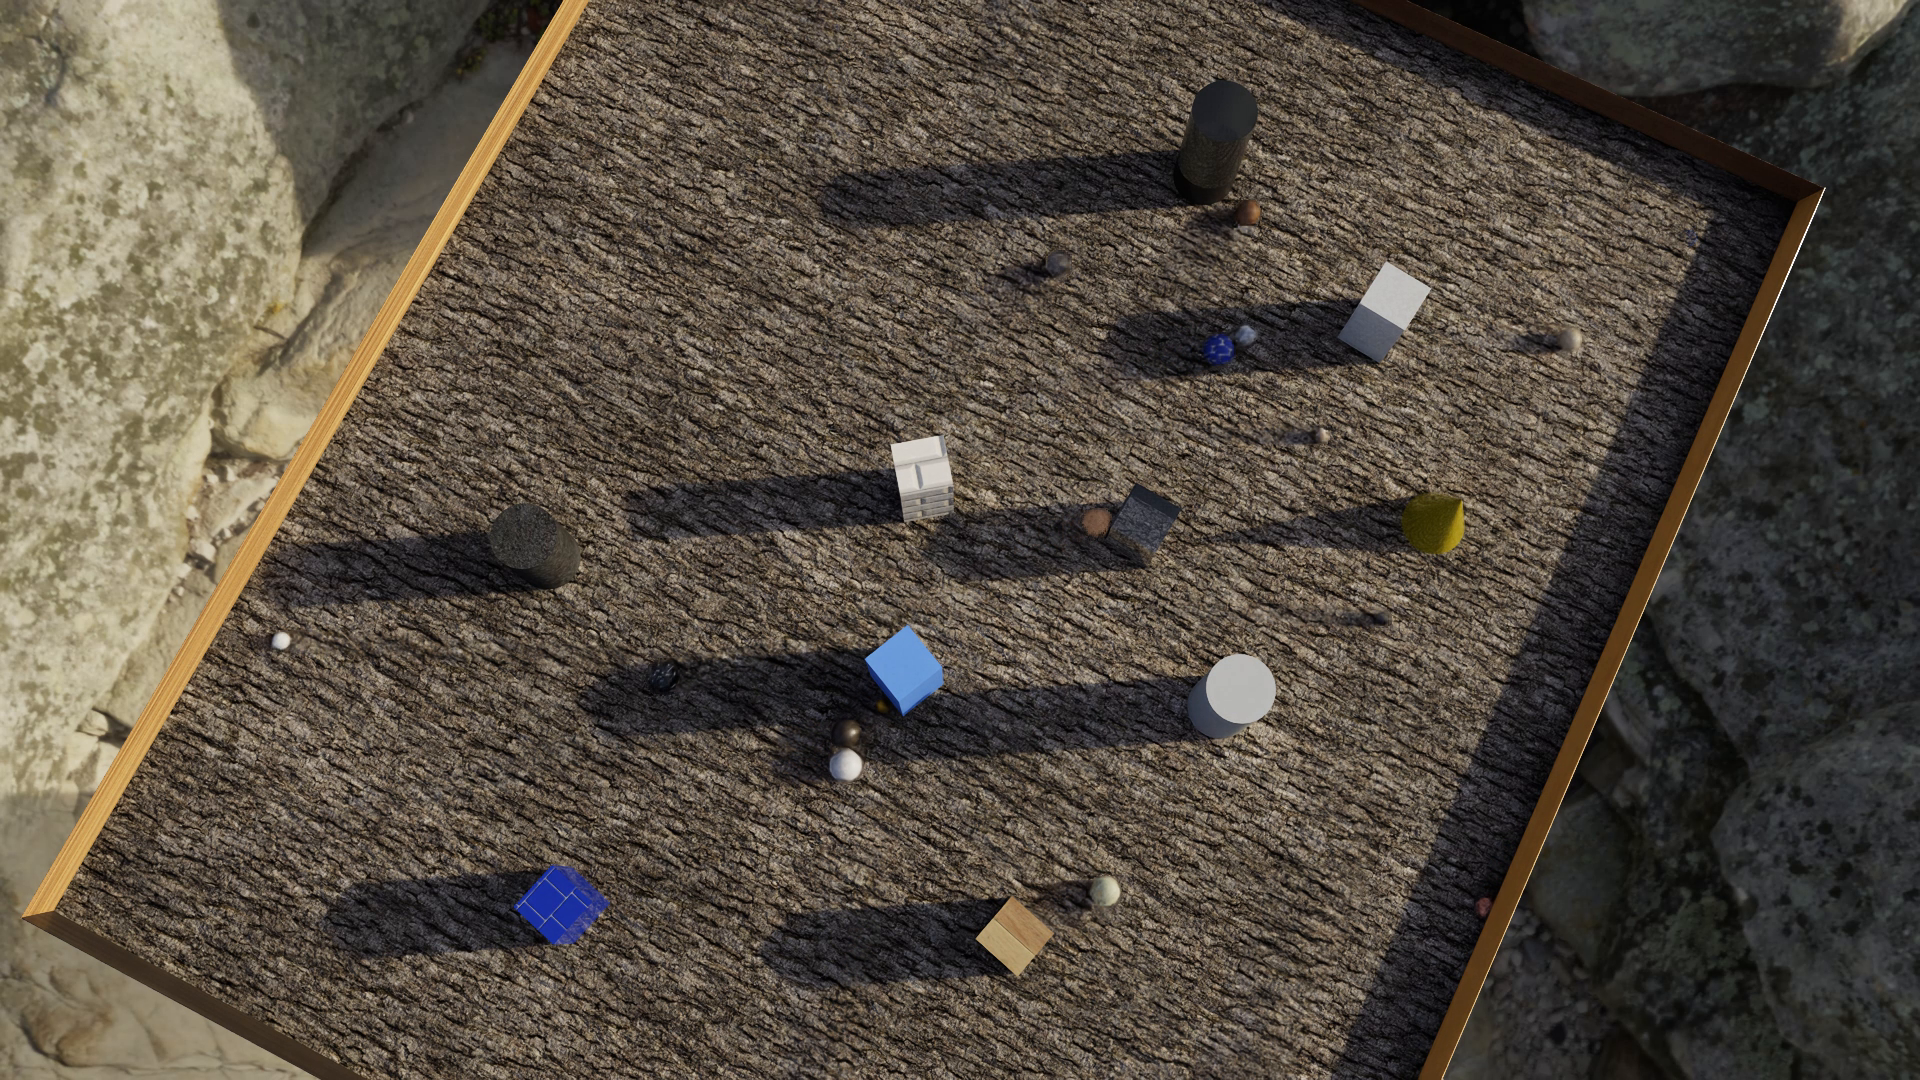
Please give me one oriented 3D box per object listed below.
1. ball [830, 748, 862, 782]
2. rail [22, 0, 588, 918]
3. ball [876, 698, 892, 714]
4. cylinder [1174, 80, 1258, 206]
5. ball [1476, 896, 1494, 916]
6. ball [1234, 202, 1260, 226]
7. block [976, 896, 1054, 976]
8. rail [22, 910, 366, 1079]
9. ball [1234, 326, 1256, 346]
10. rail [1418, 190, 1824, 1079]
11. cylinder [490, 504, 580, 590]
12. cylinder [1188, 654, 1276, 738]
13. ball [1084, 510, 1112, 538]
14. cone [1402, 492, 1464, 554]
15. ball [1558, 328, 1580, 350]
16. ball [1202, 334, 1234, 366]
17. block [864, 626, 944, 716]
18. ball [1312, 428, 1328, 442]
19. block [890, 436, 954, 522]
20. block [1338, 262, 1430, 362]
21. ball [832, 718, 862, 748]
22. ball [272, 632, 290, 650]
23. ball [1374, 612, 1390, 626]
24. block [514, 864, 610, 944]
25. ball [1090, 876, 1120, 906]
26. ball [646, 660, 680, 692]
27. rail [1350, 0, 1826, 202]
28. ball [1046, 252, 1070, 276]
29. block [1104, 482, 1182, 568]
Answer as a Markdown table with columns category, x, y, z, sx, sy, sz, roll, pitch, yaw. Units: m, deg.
| category | x | y | z | sx | sy | sz | roll | pitch | yaw |
| --- | --- | --- | --- | --- | --- | --- | --- | --- | --- |
| ball | -0.339 | 0.667 | 5.429 | 0.097 | 0.097 | 0.097 | 0 | 78 | 0 |
| rail | -1.692 | -0.822 | 5.721 | 0.045 | 0.126 | 4.408 | 26 | 80 | 5 |
| ball | -0.228 | 0.498 | 5.491 | 0.044 | 0.044 | 0.044 | 0 | 78 | 0 |
| cylinder | 0.778 | -1.211 | 5.620 | 0.194 | 0.485 | 0.194 | 0 | 78 | 0 |
| ball | 1.539 | 1.073 | 5.367 | 0.054 | 0.054 | 0.054 | 0 | 78 | 0 |
| ball | 0.907 | -1.031 | 5.790 | 0.077 | 0.077 | 0.077 | 0 | 78 | 0 |
| block | 0.152 | 1.132 | 5.240 | 0.155 | 0.278 | 0.155 | 41 | 81 | 8 |
| rail | -0.975 | 1.916 | 5.155 | 3.832 | 0.126 | 0.045 | 26 | 80 | 5 |
| ball | 0.889 | -0.637 | 5.716 | 0.063 | 0.063 | 0.063 | 0 | 78 | 0 |
| rail | 1.692 | 0.835 | 5.378 | 0.045 | 0.126 | 4.408 | 26 | 80 | 5 |
| cylinder | -1.257 | 0.022 | 5.441 | 0.194 | 0.334 | 0.194 | 0 | 78 | 0 |
| cylinder | 0.781 | 0.457 | 5.301 | 0.194 | 0.432 | 0.194 | 0 | 78 | 0 |
| ball | 0.419 | -0.049 | 5.583 | 0.086 | 0.086 | 0.086 | 0 | 78 | 0 |
| cone | 1.454 | -0.085 | 5.467 | 0.194 | 0.327 | 0.194 | 0 | 78 | 0 |
| ball | 1.897 | -0.625 | 5.710 | 0.069 | 0.069 | 0.069 | 0 | 78 | 0 |
| ball | 0.802 | -0.591 | 5.689 | 0.097 | 0.097 | 0.097 | 0 | 78 | 0 |
| block | -0.159 | 0.385 | 5.341 | 0.155 | 0.384 | 0.155 | -38 | 81 | -7 |
| ball | 1.110 | -0.323 | 5.660 | 0.046 | 0.046 | 0.046 | 0 | 78 | 0 |
| block | -0.110 | -0.179 | 5.470 | 0.155 | 0.360 | 0.155 | -11 | 79 | -2 |
| block | 1.290 | -0.691 | 5.592 | 0.155 | 0.329 | 0.155 | 33 | 80 | 6 |
| ball | -0.339 | 0.573 | 5.453 | 0.088 | 0.088 | 0.088 | 0 | 78 | 0 |
| ball | -2.048 | 0.304 | 5.527 | 0.053 | 0.053 | 0.053 | 0 | 78 | 0 |
| ball | 1.278 | 0.238 | 5.545 | 0.044 | 0.044 | 0.044 | 0 | 78 | 0 |
| block | -1.138 | 1.047 | 5.258 | 0.155 | 0.278 | 0.155 | 41 | 81 | 8 |
| ball | 0.424 | 1.029 | 5.360 | 0.086 | 0.086 | 0.086 | 0 | 78 | 0 |
| ball | -0.889 | 0.409 | 5.483 | 0.096 | 0.096 | 0.096 | 0 | 78 | 0 |
| rail | 0.975 | -1.903 | 5.945 | 3.832 | 0.126 | 0.045 | 26 | 80 | 5 |
| ball | 0.308 | -0.866 | 5.755 | 0.080 | 0.080 | 0.080 | 0 | 78 | 0 |
| block | 0.545 | -0.041 | 5.501 | 0.155 | 0.243 | 0.155 | 31 | 80 | 6 |
